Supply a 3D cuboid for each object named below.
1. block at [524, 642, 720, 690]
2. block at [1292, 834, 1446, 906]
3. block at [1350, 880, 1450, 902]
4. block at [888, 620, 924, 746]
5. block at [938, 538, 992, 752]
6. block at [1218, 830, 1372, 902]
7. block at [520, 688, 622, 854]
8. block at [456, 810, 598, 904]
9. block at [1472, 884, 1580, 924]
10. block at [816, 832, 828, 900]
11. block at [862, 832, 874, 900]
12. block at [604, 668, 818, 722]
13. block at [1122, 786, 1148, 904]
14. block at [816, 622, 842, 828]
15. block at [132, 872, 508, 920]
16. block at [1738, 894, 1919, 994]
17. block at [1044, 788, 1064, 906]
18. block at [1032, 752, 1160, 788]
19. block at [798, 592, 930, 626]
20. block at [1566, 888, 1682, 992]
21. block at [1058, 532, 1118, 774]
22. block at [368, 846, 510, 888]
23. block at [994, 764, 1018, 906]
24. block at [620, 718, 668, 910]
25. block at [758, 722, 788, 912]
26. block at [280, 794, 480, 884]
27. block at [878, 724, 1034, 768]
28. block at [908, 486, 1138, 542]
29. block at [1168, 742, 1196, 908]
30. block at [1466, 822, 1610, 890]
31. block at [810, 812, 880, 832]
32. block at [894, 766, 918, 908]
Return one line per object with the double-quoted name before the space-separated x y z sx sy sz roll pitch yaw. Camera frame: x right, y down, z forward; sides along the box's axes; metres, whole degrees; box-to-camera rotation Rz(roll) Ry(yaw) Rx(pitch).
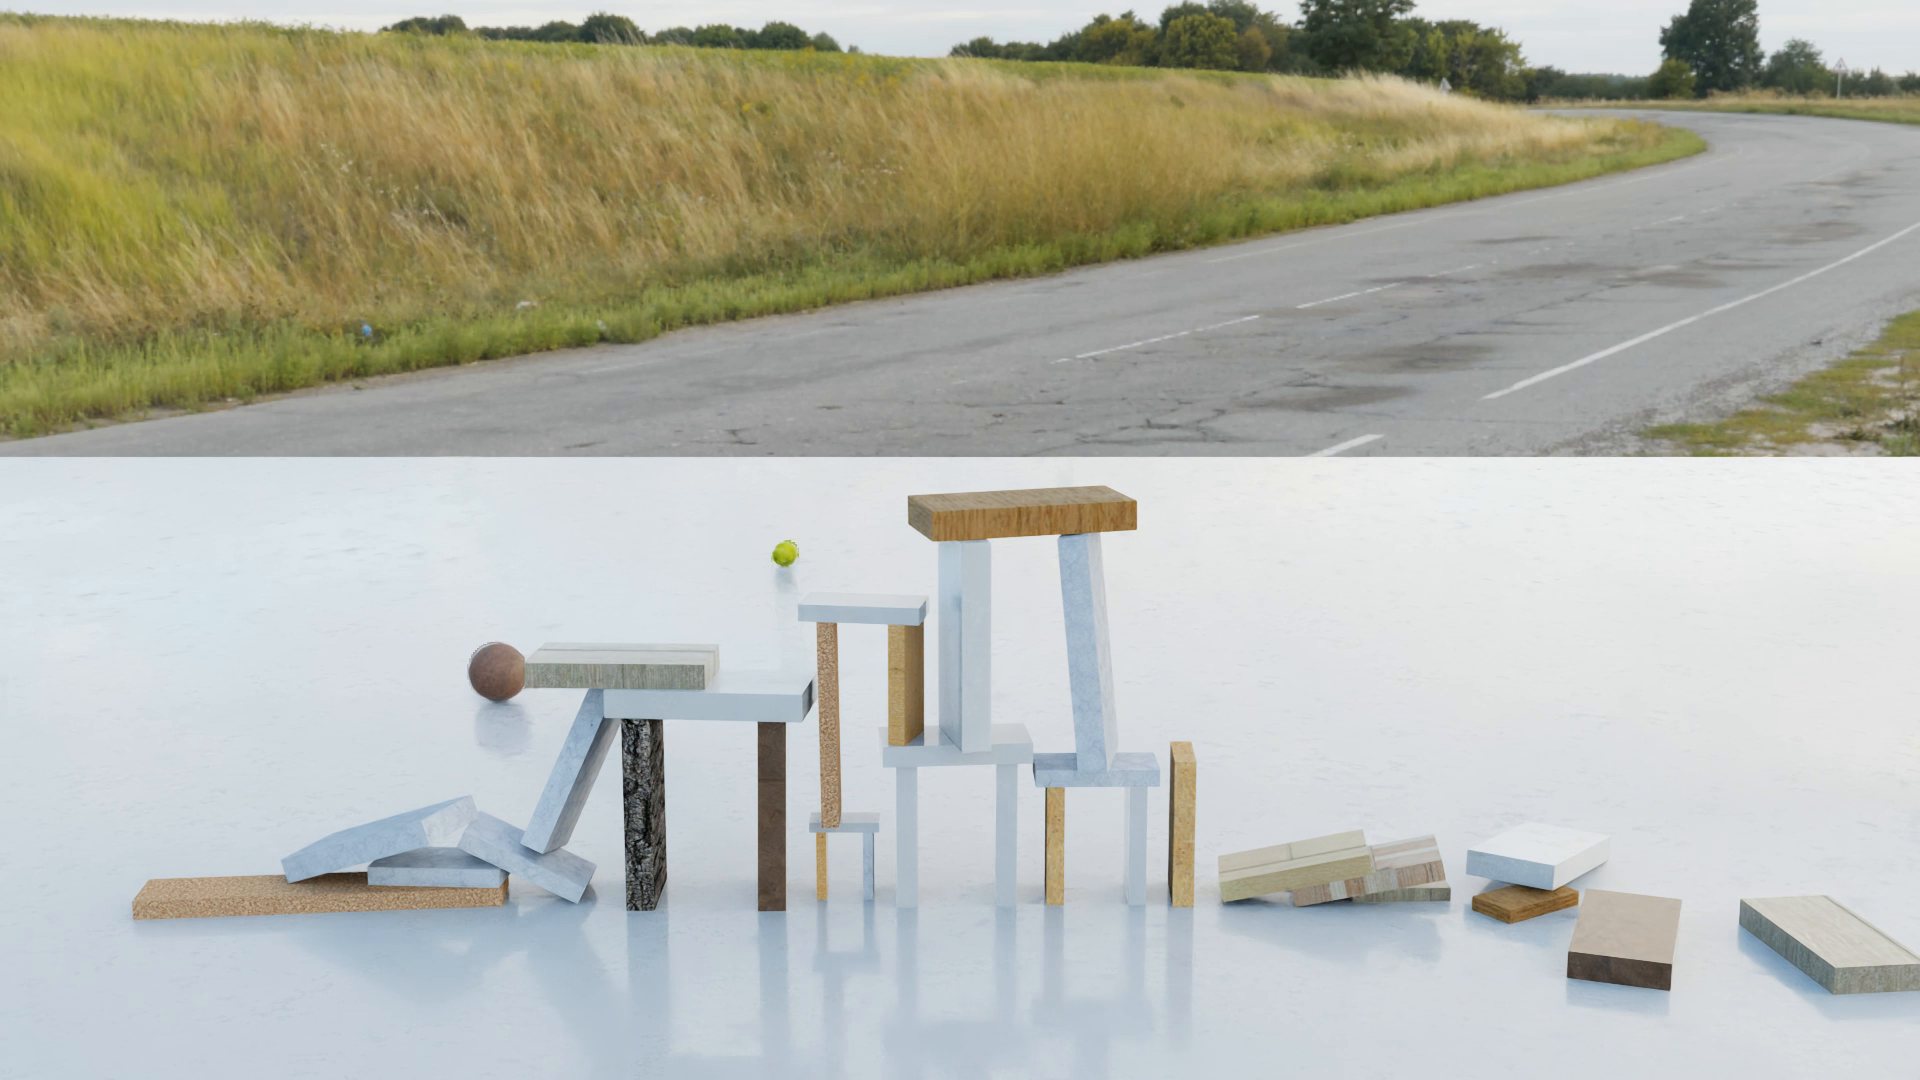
"block" -0.552 0.206 3.608 0.293 0.042 0.147 0 11 3
"block" 0.672 0.547 3.644 0.247 0.035 0.123 -12 11 8
"block" 0.728 0.578 3.669 0.163 0.023 0.081 0 11 -2
"block" -0.087 0.225 3.568 0.028 0.198 0.099 3 11 17
"block" 0.007 0.156 3.552 0.048 0.338 0.169 -3 11 -13
"block" 0.553 0.539 3.644 0.247 0.035 0.123 -12 11 8
"block" -0.637 0.375 3.679 0.042 0.293 0.147 24 0 6
"block" -0.719 0.527 3.662 0.219 0.031 0.109 26 11 -4
"block" 0.927 0.591 3.602 0.163 0.023 0.081 -7 13 -33
"block" -0.229 0.533 3.660 0.016 0.115 0.058 0 11 0
"block" -0.152 0.533 3.660 0.016 0.115 0.058 0 11 0
"block" -0.404 0.252 3.598 0.322 0.046 0.161 1 11 6
"block" 0.290 0.491 3.647 0.029 0.202 0.101 0 11 -1
"block" -0.215 0.292 3.609 0.028 0.345 0.099 -1 11 0
"block" -1.048 0.582 3.628 0.587 0.031 0.109 -1 11 -6
"block" 1.342 0.621 3.389 0.149 0.042 0.298 -1 11 -7
"block" 0.157 0.492 3.644 0.029 0.203 0.101 0 11 0
"block" 0.223 0.378 3.622 0.203 0.029 0.101 0 11 -1
"block" -0.155 0.111 3.562 0.198 0.028 0.099 2 11 8
"block" 1.034 0.616 3.411 0.149 0.042 0.298 4 11 20
"block" 0.210 0.172 3.589 0.048 0.386 0.169 -4 10 11
"block" -0.861 0.544 3.663 0.219 0.031 0.109 1 11 4
"block" 0.076 0.470 3.645 0.035 0.244 0.122 0 11 0
"block" -0.522 0.432 3.637 0.046 0.322 0.161 0 11 0
"block" -0.308 0.432 3.636 0.046 0.322 0.161 0 10 -3
"block" -0.959 0.494 3.637 0.293 0.042 0.147 -17 4 22
"block" -0.009 0.336 3.605 0.244 0.035 0.122 -1 11 -5
"block" 0.099 -0.044 3.567 0.338 0.048 0.169 -3 11 -14
"block" 0.368 0.469 3.643 0.035 0.247 0.123 0 11 2
"block" 0.990 0.537 3.754 0.149 0.042 0.298 7 7 33
"block" -0.191 0.468 3.648 0.115 0.016 0.058 0 11 0
"block" -0.090 0.472 3.638 0.035 0.244 0.122 -1 11 -4
